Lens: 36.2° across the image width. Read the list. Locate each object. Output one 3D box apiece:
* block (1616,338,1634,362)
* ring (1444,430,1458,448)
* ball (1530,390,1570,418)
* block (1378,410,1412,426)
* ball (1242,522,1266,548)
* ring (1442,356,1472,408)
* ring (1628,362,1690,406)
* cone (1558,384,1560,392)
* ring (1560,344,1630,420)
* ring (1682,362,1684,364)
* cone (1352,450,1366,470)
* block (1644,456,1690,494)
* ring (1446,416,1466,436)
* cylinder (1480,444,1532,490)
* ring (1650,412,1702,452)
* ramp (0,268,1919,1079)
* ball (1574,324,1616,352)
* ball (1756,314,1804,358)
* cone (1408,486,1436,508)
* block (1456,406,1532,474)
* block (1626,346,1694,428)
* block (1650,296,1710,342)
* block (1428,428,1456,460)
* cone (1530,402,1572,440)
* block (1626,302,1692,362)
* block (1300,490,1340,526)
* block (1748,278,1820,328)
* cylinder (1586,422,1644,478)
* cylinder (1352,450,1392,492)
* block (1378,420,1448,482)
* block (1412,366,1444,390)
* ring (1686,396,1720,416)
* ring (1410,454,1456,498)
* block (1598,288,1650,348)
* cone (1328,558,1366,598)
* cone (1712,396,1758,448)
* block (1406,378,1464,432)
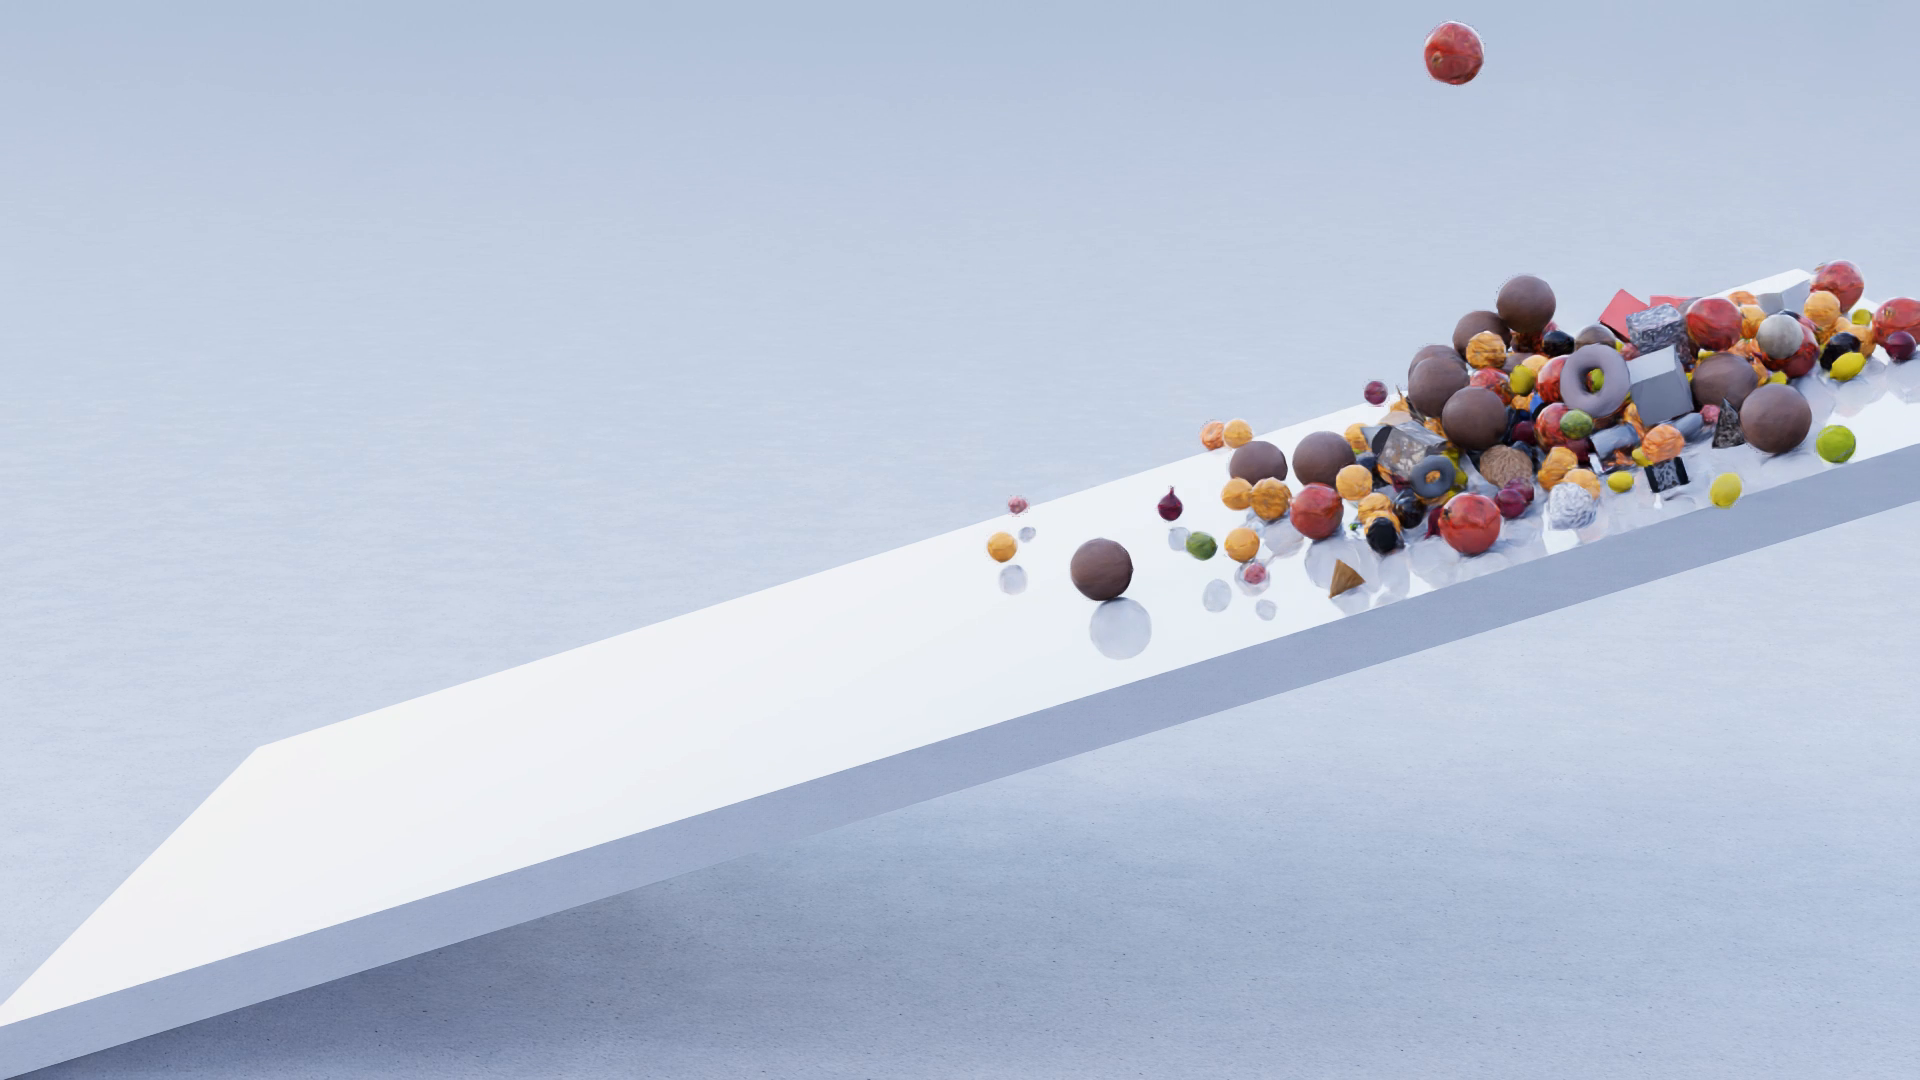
[{"bbox_3d":[1.439,-0.400,6.350,0.086,0.086,0.086,8,29,37],"label":"block"},{"bbox_3d":[1.026,-0.217,6.339,0.094,0.031,0.094,10,-11,2],"label":"ring"},{"bbox_3d":[1.247,-0.277,6.227,0.083,0.083,0.083,0,12,0],"label":"ball"},{"bbox_3d":[0.960,-0.226,6.393,0.079,0.079,0.079,17,30,33],"label":"block"},{"bbox_3d":[0.604,-0.011,6.035,0.050,0.050,0.050,0,12,0],"label":"ball"},{"bbox_3d":[1.085,-0.342,6.415,0.040,0.121,0.121,-12,6,22],"label":"ring"},{"bbox_3d":[1.457,-0.326,6.133,0.143,0.048,0.143,-32,20,13],"label":"ring"},{"bbox_3d":[1.268,-0.320,6.053,0.053,0.053,0.053,19,43,-19],"label":"cone"},{"bbox_3d":[1.245,-0.311,5.771,0.150,0.150,0.050,11,2,43],"label":"ring"},{"bbox_3d":[1.565,-0.399,6.470,0.080,0.027,0.080,-18,11,4],"label":"ring"},{"bbox_3d":[0.889,-0.164,6.417,0.050,0.050,0.050,-10,30,-41],"label":"cone"},{"bbox_3d":[1.283,-0.118,5.338,0.051,0.051,0.051,-20,-6,39],"label":"block"},{"bbox_3d":[1.050,-0.255,6.405,0.105,0.105,0.035,4,40,17],"label":"ring"},{"bbox_3d":[1.080,-0.144,5.822,0.082,0.082,0.082,-2,8,-8],"label":"cylinder"},{"bbox_3d":[1.389,-0.210,5.708,0.114,0.038,0.114,-31,-1,0],"label":"ring"},{"bbox_3d":[0.101,0.183,6.310,4.000,0.100,2.000,-17,10,5],"label":"ramp"},{"bbox_3d":[1.277,-0.392,5.918,0.086,0.086,0.086,0,12,0],"label":"ball"},{"bbox_3d":[1.633,-0.406,5.856,0.090,0.090,0.090,0,12,0],"label":"ball"},{"bbox_3d":[0.942,-0.109,5.900,0.062,0.062,0.062,9,39,37],"label":"cone"},{"bbox_3d":[1.097,-0.207,6.038,0.090,0.090,0.090,-31,-1,44],"label":"block"},{"bbox_3d":[1.376,-0.303,5.790,0.100,0.100,0.100,-20,26,21],"label":"block"},{"bbox_3d":[1.585,-0.488,6.489,0.094,0.094,0.094,-4,11,-41],"label":"block"},{"bbox_3d":[1.008,-0.202,6.252,0.057,0.057,0.057,17,-1,-20],"label":"block"},{"bbox_3d":[1.257,-0.246,6.176,0.081,0.081,0.081,7,5,-36],"label":"cone"},{"bbox_3d":[1.432,-0.414,6.030,0.094,0.094,0.094,-17,26,2],"label":"block"},{"bbox_3d":[0.743,-0.066,6.073,0.054,0.054,0.054,-22,11,-19],"label":"block"},{"bbox_3d":[1.806,-0.510,6.444,0.095,0.095,0.095,-24,12,-29],"label":"block"},{"bbox_3d":[1.261,-0.174,5.666,0.085,0.085,0.085,-18,12,-1],"label":"cylinder"},{"bbox_3d":[0.873,-0.148,6.233,0.070,0.070,0.070,-18,10,3],"label":"cylinder"},{"bbox_3d":[0.905,-0.177,5.877,0.084,0.084,0.084,33,28,27],"label":"block"},{"bbox_3d":[1.033,-0.352,6.457,0.054,0.054,0.054,6,0,-40],"label":"block"},{"bbox_3d":[1.494,-0.270,5.930,0.075,0.025,0.075,-16,11,3],"label":"ring"},{"bbox_3d":[0.901,-0.121,5.604,0.091,0.091,0.030,-3,28,-13],"label":"ring"},{"bbox_3d":[1.410,-0.469,6.224,0.080,0.080,0.080,36,2,19],"label":"block"},{"bbox_3d":[0.700,0.083,5.423,0.068,0.068,0.068,39,-2,2],"label":"cone"},{"bbox_3d":[1.464,-0.231,5.599,0.090,0.090,0.090,-18,10,3],"label":"cone"},{"bbox_3d":[1.016,-0.288,6.292,0.079,0.079,0.079,-35,29,-30],"label":"block"}]
